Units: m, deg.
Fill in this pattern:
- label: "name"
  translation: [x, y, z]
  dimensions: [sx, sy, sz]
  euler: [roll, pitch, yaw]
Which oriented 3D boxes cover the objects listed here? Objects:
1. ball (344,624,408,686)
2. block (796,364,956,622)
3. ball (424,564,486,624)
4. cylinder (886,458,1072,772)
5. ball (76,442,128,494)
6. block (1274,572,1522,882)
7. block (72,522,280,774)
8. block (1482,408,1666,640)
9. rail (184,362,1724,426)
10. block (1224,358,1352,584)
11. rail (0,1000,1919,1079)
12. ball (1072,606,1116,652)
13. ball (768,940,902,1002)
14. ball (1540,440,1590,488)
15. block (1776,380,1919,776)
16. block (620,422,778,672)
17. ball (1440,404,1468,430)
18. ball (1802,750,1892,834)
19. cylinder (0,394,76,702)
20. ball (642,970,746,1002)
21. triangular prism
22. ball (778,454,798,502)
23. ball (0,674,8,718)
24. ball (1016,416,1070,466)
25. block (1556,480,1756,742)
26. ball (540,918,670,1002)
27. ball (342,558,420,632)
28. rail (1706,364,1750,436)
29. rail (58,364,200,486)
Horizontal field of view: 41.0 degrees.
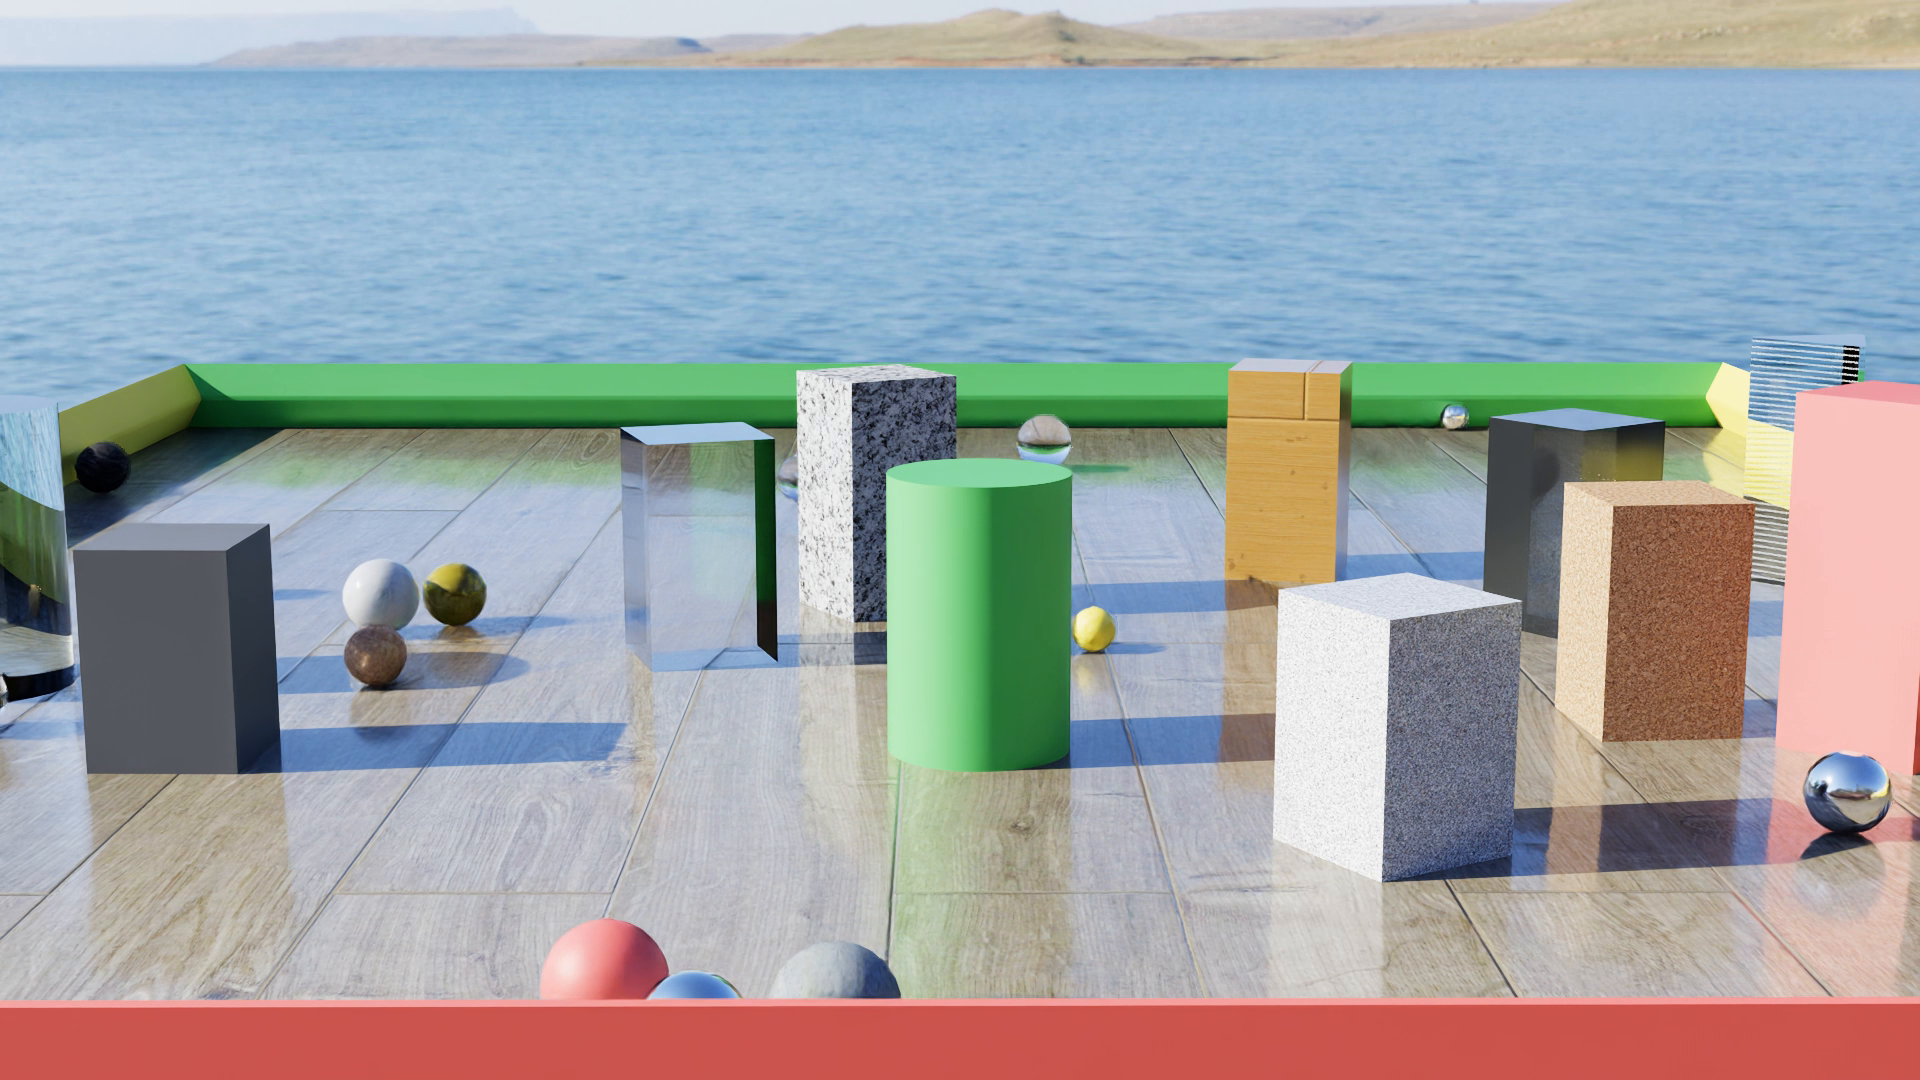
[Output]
- label: "ball"
  translation: [-0.694, 0.136, 3.050]
  dimensions: [0.073, 0.073, 0.073]
  euler: [0, 10, 0]
- label: "block"
  translation: [-0.113, -0.067, 3.471]
  dimensions: [0.158, 0.319, 0.158]
  euler: [-6, 12, -30]
- label: "ball"
  translation: [-0.664, 0.071, 3.372]
  dimensions: [0.081, 0.081, 0.081]
  euler: [0, 10, 0]
- label: "cylinder"
  translation: [0.021, 0.076, 2.747]
  dimensions: [0.197, 0.301, 0.197]
  euler: [0, 10, 0]
- label: "ball"
  translation: [-1.477, -0.124, 4.416]
  dimensions: [0.087, 0.087, 0.087]
  euler: [0, 10, 0]
- label: "block"
  translation: [0.407, 0.170, 2.399]
  dimensions: [0.158, 0.242, 0.158]
  euler: [-6, 12, -31]
- label: "block"
  translation: [-0.828, 0.113, 2.725]
  dimensions: [0.158, 0.237, 0.158]
  euler: [0, 10, 1]
- label: "block"
  translation: [0.802, -0.023, 3.358]
  dimensions: [0.158, 0.273, 0.158]
  euler: [-7, 13, -35]
- label: "rail"
  translation: [-0.010, -0.292, 5.202]
  dimensions: [3.131, 0.128, 0.045]
  euler: [0, 10, 0]
- label: "block"
  translation: [0.477, -0.103, 3.715]
  dimensions: [0.158, 0.300, 0.158]
  euler: [3, 11, 14]
- label: "rail"
  translation: [0.010, 0.358, 1.696]
  dimensions: [3.131, 0.128, 0.045]
  euler: [0, 10, 0]
- label: "ball"
  translation: [0.168, 0.112, 3.226]
  dimensions: [0.056, 0.056, 0.056]
  euler: [0, 10, 0]
- label: "ball"
  translation: [-0.091, 0.342, 1.871]
  dimensions: [0.098, 0.098, 0.098]
  euler: [0, 10, 0]
- label: "ball"
  translation: [1.052, -0.131, 4.459]
  dimensions: [0.084, 0.084, 0.084]
  euler: [0, 10, 0]
- label: "block"
  translation: [0.995, 0.035, 2.739]
  dimensions: [0.158, 0.385, 0.158]
  euler: [-9, 14, -41]
- label: "block"
  translation: [-0.325, 0.005, 3.191]
  dimensions: [0.158, 0.279, 0.158]
  euler: [-4, 11, -19]
- label: "ball"
  translation: [0.997, -0.248, 5.179]
  dimensions: [0.053, 0.053, 0.053]
  euler: [0, 10, 0]
- label: "ball"
  translation: [0.851, 0.241, 2.459]
  dimensions: [0.081, 0.081, 0.081]
  euler: [0, 10, 0]
- label: "cylinder"
  translation: [-1.156, 0.008, 3.022]
  dimensions: [0.197, 0.335, 0.197]
  euler: [0, 10, 0]
- label: "ball"
  translation: [-0.192, 0.353, 1.848]
  dimensions: [0.085, 0.085, 0.085]
  euler: [0, 10, 0]
- label: "triangular prism"
  translation: [1.229, -0.113, 3.639]
  dimensions: [0.148, 0.348, 0.171]
  euler: [-9, 14, -41]
- label: "ball"
  translation: [-0.266, -0.103, 4.313]
  dimensions: [0.083, 0.083, 0.083]
  euler: [0, 10, 0]
- label: "ball"
  translation: [-1.092, 0.173, 2.823]
  dimensions: [0.084, 0.084, 0.084]
  euler: [0, 10, 0]
- label: "ball"
  translation: [0.153, -0.177, 4.671]
  dimensions: [0.099, 0.099, 0.099]
  euler: [0, 10, 0]
- label: "block"
  translation: [0.770, 0.076, 2.856]
  dimensions: [0.158, 0.261, 0.158]
  euler: [-1, 11, -6]
- label: "ball"
  translation: [-0.266, 0.333, 1.923]
  dimensions: [0.097, 0.097, 0.097]
  euler: [0, 10, 0]
- label: "ball"
  translation: [-0.749, 0.073, 3.320]
  dimensions: [0.098, 0.098, 0.098]
  euler: [0, 10, 0]
- label: "rail"
  translation: [1.542, 0.031, 3.458]
  dimensions: [0.045, 0.128, 3.613]
  euler: [0, 10, 0]
- label: "rail"
  translation: [-1.542, 0.035, 3.440]
  dimensions: [0.045, 0.128, 3.613]
  euler: [0, 10, 0]
